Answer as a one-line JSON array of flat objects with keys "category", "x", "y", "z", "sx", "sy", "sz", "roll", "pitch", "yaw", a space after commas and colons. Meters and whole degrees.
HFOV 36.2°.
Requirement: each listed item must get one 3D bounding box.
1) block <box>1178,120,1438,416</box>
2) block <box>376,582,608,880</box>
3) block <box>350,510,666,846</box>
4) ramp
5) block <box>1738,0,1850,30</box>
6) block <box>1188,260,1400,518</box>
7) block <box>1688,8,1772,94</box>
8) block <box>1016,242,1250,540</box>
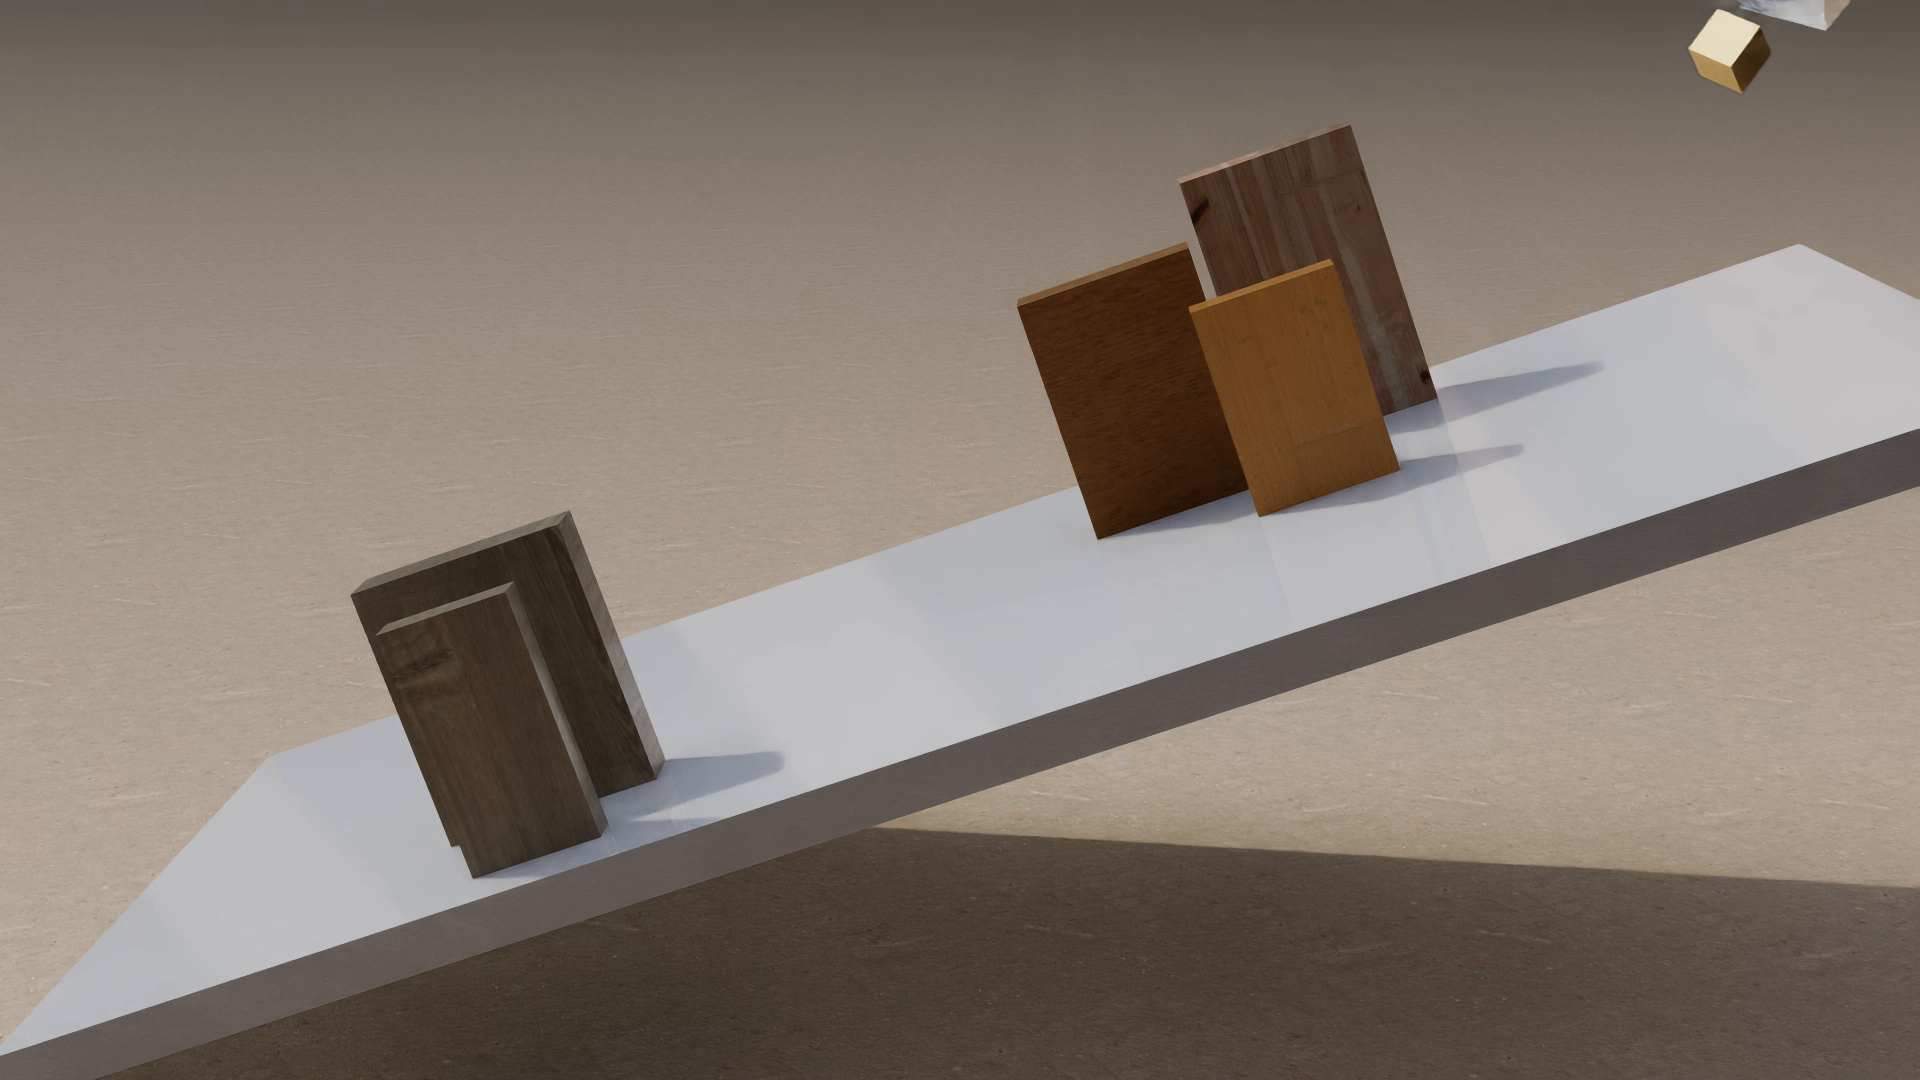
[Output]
[{"category": "block", "x": 0.803, "y": -0.582, "z": 6.798, "sx": 0.407, "sy": 0.662, "sz": 0.125, "roll": -19, "pitch": 11, "yaw": 6}, {"category": "block", "x": -0.882, "y": 0.360, "z": 5.560, "sx": 0.261, "sy": 0.502, "sz": 0.089, "roll": -19, "pitch": 11, "yaw": 6}, {"category": "block", "x": -0.898, "y": 0.277, "z": 5.873, "sx": 0.440, "sy": 0.547, "sz": 0.137, "roll": -19, "pitch": 11, "yaw": 6}, {"category": "ramp", "x": 0.110, "y": 0.179, "z": 6.302, "sx": 4.000, "sy": 0.100, "sz": 2.000, "roll": -19, "pitch": 11, "yaw": 6}, {"category": "block", "x": 1.634, "y": -1.139, "z": 5.697, "sx": 0.187, "sy": 0.187, "sz": 0.187, "roll": 25, "pitch": 63, "yaw": 36}, {"category": "block", "x": 0.707, "y": -0.321, "z": 6.219, "sx": 0.313, "sy": 0.461, "sz": 0.094, "roll": -19, "pitch": 11, "yaw": 6}, {"category": "block", "x": 1.645, "y": -1.045, "z": 6.284, "sx": 0.109, "sy": 0.109, "sz": 0.109, "roll": 34, "pitch": -5, "yaw": 36}, {"category": "block", "x": 0.406, "y": -0.333, "z": 6.560, "sx": 0.397, "sy": 0.553, "sz": 0.130, "roll": -19, "pitch": 11, "yaw": 6}]
